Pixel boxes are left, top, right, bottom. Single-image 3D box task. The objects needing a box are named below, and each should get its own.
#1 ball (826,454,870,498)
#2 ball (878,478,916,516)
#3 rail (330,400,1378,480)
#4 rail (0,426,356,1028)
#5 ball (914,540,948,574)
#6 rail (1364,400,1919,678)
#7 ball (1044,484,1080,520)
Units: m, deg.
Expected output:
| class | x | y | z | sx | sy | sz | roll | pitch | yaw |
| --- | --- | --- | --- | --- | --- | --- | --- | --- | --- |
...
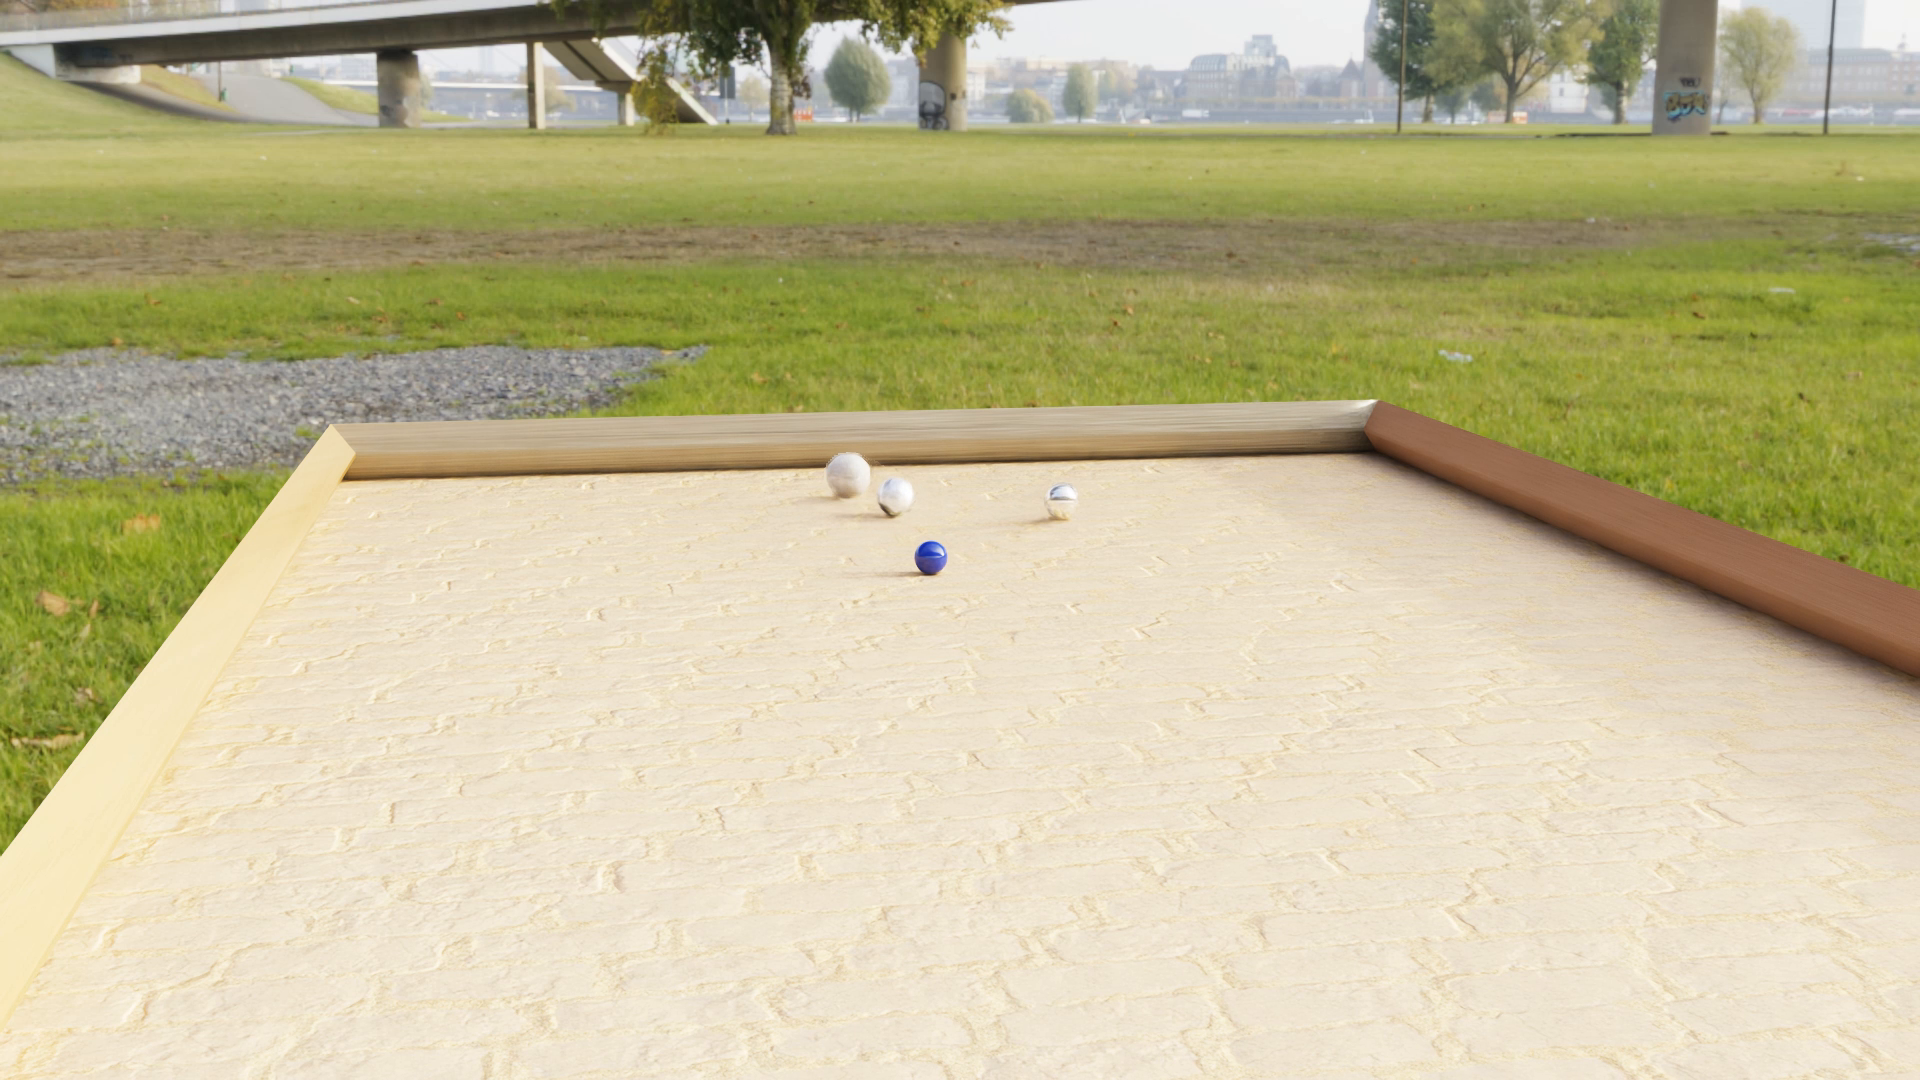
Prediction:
| class | x | y | z | sx | sy | sz | roll | pitch | yaw |
| --- | --- | --- | --- | --- | --- | --- | --- | --- | --- |
| ball | -0.186 | -0.106 | 3.657 | 0.075 | 0.075 | 0.075 | 0 | 11 | 0 |
| ball | -0.101 | -0.068 | 3.495 | 0.061 | 0.061 | 0.061 | 0 | 11 | 0 |
| rail | -0.149 | -0.181 | 3.980 | 1.920 | 0.097 | 0.045 | -2 | 11 | -10 |
| rail | -0.770 | 0.178 | 2.132 | 0.045 | 0.097 | 3.542 | -2 | 11 | -10 |
| ball | -0.040 | 0.024 | 3.059 | 0.048 | 0.048 | 0.048 | 0 | 11 | 0 |
| rail | 1.075 | 0.116 | 2.449 | 0.045 | 0.097 | 3.542 | -2 | 11 | -10 |
| ball | 0.161 | -0.060 | 3.469 | 0.057 | 0.057 | 0.057 | 0 | 11 | 0 |
